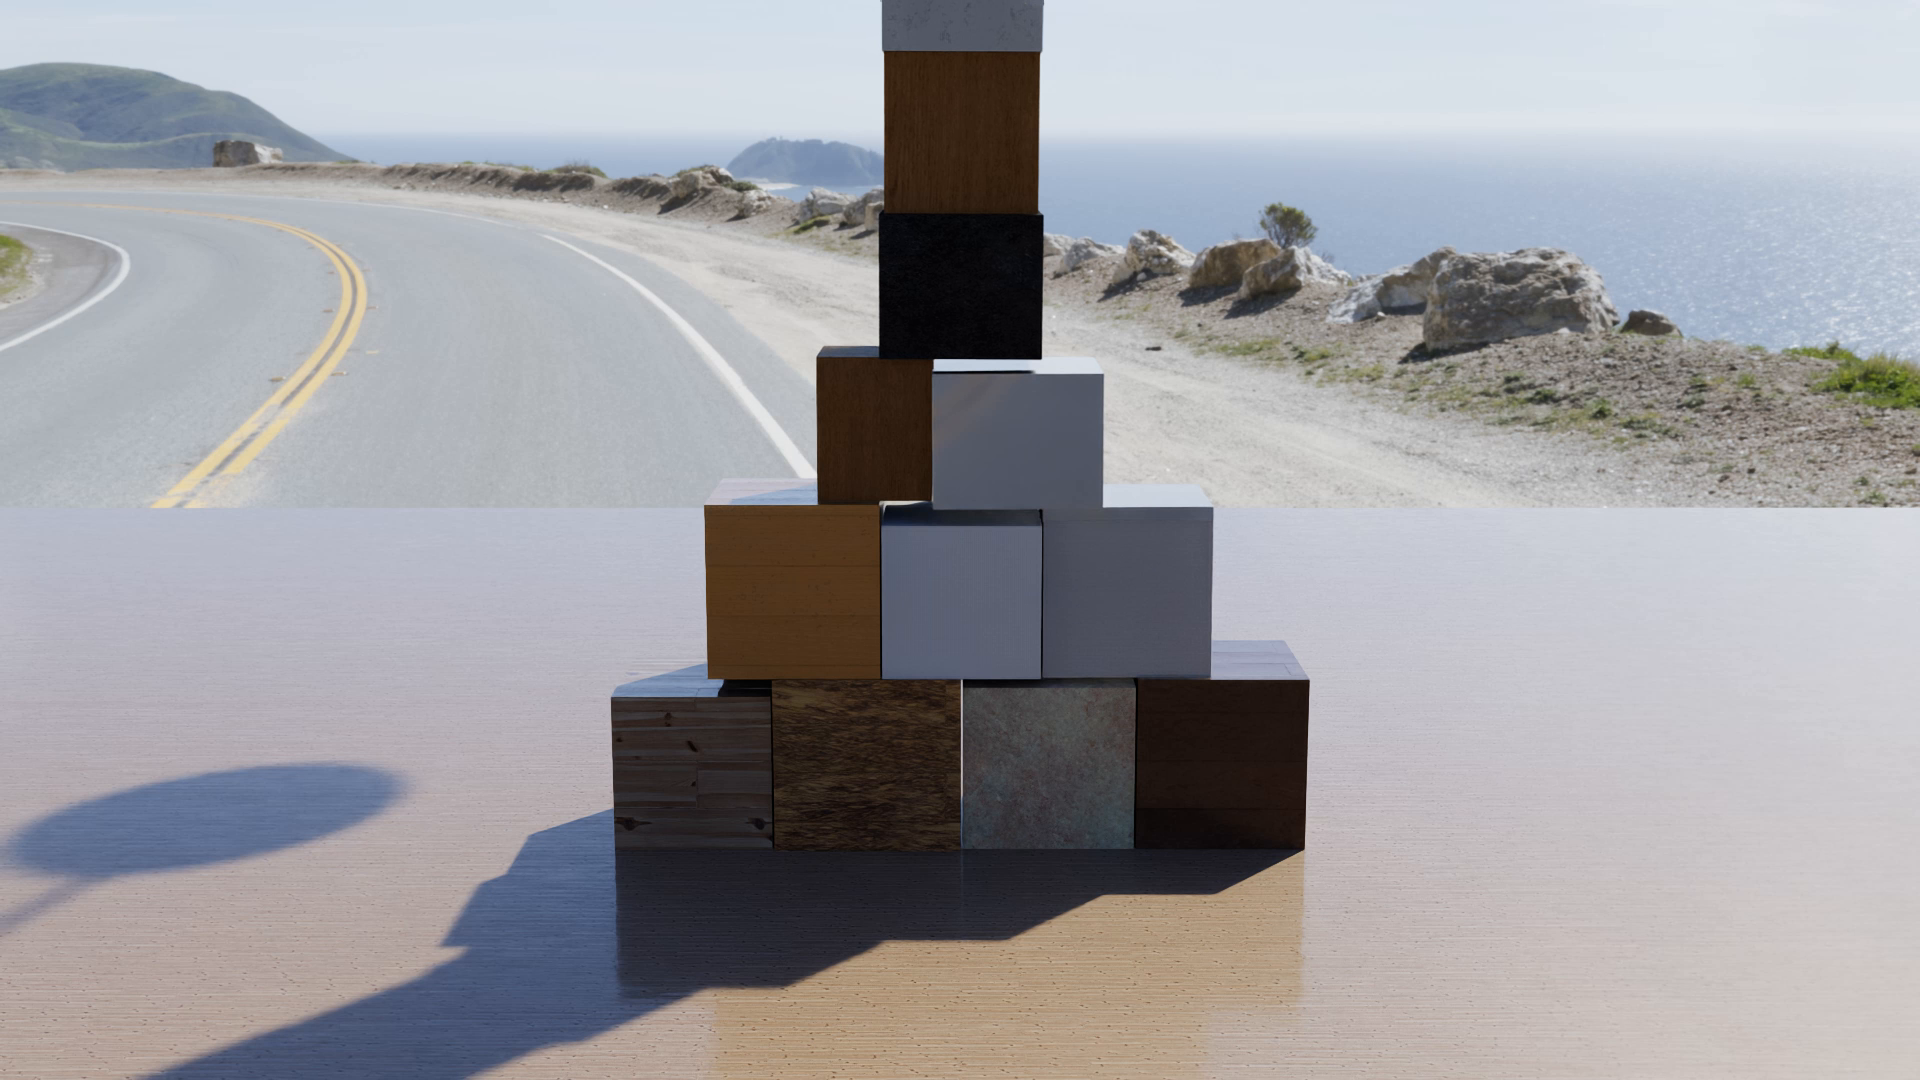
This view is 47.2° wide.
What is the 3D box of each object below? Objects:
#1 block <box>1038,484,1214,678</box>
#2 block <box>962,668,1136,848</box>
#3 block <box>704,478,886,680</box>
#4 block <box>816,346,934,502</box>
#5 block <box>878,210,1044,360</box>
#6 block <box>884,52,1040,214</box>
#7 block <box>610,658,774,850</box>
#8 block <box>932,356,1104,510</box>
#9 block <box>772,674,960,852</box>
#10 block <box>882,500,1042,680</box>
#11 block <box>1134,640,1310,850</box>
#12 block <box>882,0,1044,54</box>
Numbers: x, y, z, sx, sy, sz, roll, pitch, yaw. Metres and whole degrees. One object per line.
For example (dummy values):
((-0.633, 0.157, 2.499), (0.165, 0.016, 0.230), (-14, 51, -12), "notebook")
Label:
((0.826, 0.195, 11.208), (0.837, 0.856, 0.736), (0, 10, 0), "block")
((0.443, 1.064, 11.391), (0.857, 0.832, 0.871), (0, 10, 0), "block")
((-0.820, 0.182, 11.207), (0.853, 0.873, 0.855), (0, 10, 0), "block")
((-0.418, -0.595, 11.057), (0.565, 0.709, 0.598), (0, 10, 0), "block")
((0.005, -1.283, 10.940), (0.785, 0.692, 0.826), (0, 10, 0), "block")
((0.008, -2.001, 10.828), (0.740, 0.761, 0.671), (0, 10, 0), "block")
((-1.334, 1.089, 11.374), (0.792, 0.788, 0.850), (0, 10, 0), "block")
((0.282, -0.549, 11.069), (0.829, 0.662, 0.824), (0, 10, 0), "block")
((-0.462, 1.043, 11.374), (0.932, 0.879, 0.919), (0, 10, 0), "block")
((0.009, 0.233, 11.224), (0.783, 0.768, 0.864), (0, 10, 0), "block")
((1.306, 1.043, 11.380), (0.849, 0.876, 0.870), (0, 10, 0), "block")
((0.012, -2.769, 10.661), (0.761, 0.810, 0.751), (0, 10, 0), "block")
